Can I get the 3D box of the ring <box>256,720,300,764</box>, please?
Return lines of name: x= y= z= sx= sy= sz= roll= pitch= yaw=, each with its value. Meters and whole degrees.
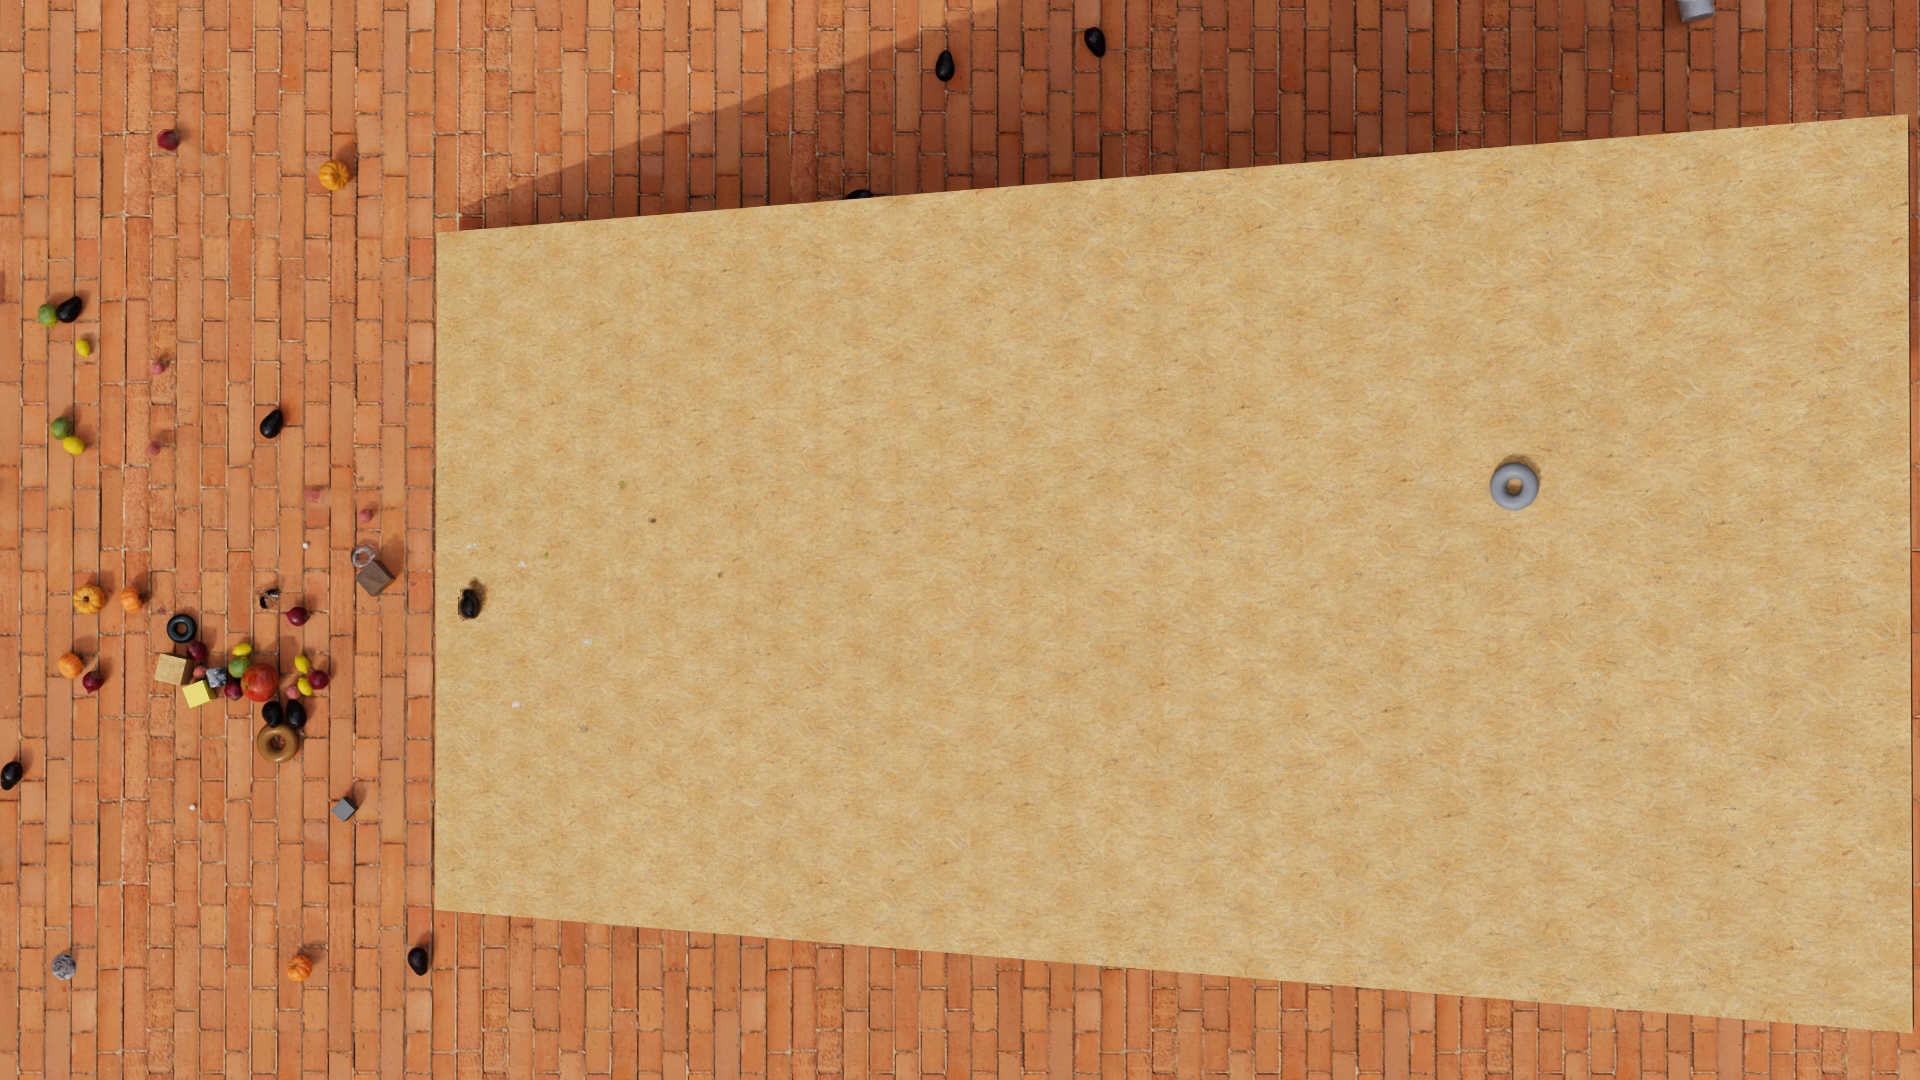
ring: x=-2.034 y=0.603 z=6.560 sx=0.128 sy=0.043 sz=0.128 roll=0 pitch=90 yaw=1

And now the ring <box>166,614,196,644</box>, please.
ring: x=-2.326 y=0.265 z=6.570 sx=0.089 sy=0.030 sz=0.089 roll=0 pitch=90 yaw=-1

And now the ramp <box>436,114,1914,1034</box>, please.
ramp: x=0.282 y=0.081 z=5.686 sx=4.000 sy=0.100 sz=2.000 roll=0 pitch=89 yaw=25

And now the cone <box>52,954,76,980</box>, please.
cone: x=-2.678 y=1.275 z=6.535 sx=0.077 sy=0.077 sz=0.077 roll=0 pitch=89 yaw=0

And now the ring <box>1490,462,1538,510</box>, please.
ring: x=1.294 y=-0.125 z=5.134 sx=0.114 sy=0.038 sz=0.114 roll=-1 pitch=88 yaw=26

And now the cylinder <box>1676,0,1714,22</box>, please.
cylinder: x=2.190 y=-1.604 z=6.558 sx=0.097 sy=0.097 sz=0.097 roll=-11 pitch=89 yaw=0

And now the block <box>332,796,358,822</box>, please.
block: x=-1.833 y=0.802 z=6.553 sx=0.051 sy=0.051 sz=0.051 roll=44 pitch=90 yaw=0

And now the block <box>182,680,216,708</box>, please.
block: x=-2.265 y=0.458 z=6.551 sx=0.063 sy=0.063 sz=0.063 roll=-22 pitch=89 yaw=0

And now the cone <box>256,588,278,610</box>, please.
cone: x=-2.085 y=0.162 z=6.571 sx=0.068 sy=0.068 sz=0.068 roll=28 pitch=89 yaw=27

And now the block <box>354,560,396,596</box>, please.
block: x=-1.741 y=0.114 z=6.548 sx=0.076 sy=0.076 sz=0.076 roll=-42 pitch=90 yaw=0

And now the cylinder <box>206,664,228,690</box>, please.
cylinder: x=-2.216 y=0.409 z=6.556 sx=0.055 sy=0.055 sz=0.055 roll=-20 pitch=72 yaw=0

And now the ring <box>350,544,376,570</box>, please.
ring: x=-1.785 y=0.051 z=6.575 sx=0.076 sy=0.025 sz=0.076 roll=0 pitch=91 yaw=0

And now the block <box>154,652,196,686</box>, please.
block: x=-2.337 y=0.384 z=6.544 sx=0.079 sy=0.079 sz=0.079 roll=14 pitch=89 yaw=0
